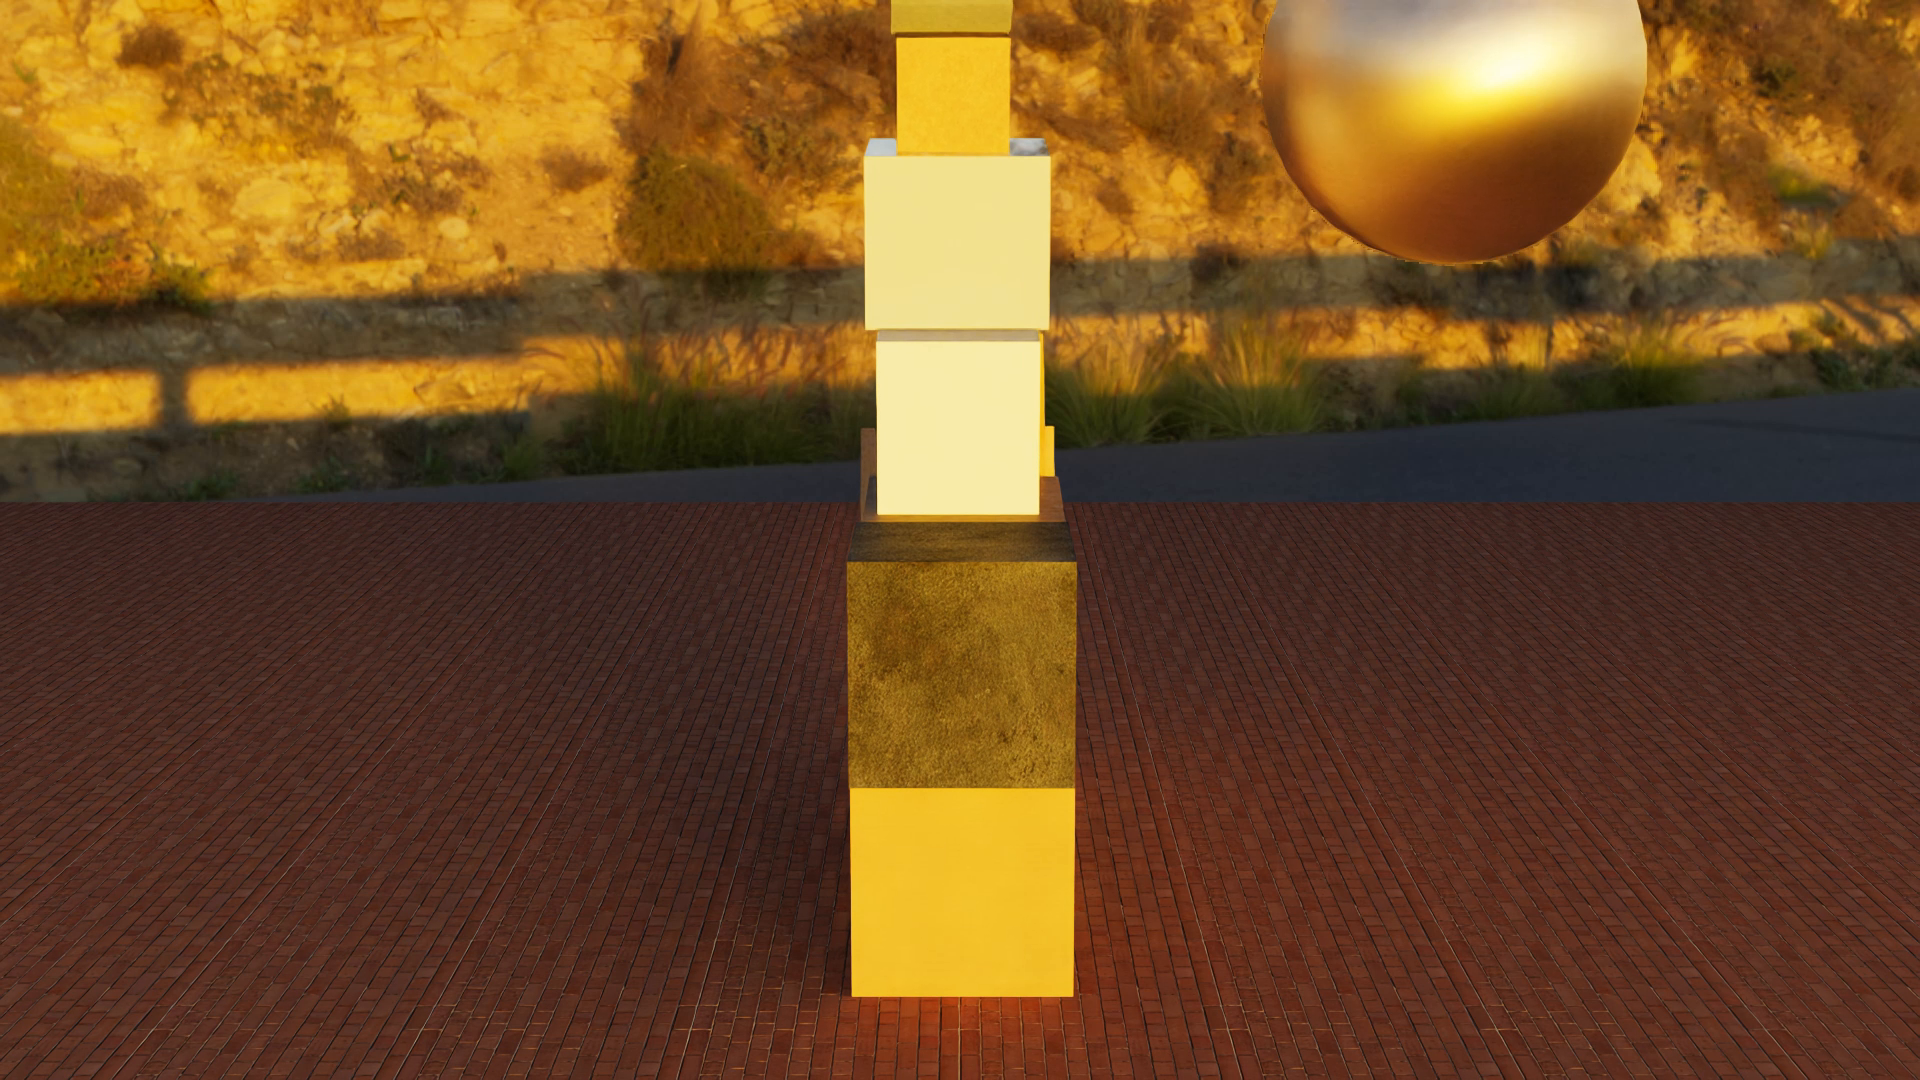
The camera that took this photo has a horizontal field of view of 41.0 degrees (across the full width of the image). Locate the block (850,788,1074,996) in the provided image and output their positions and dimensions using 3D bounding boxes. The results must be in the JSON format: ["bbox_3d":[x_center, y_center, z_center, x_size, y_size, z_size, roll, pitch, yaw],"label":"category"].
[{"bbox_3d":[0.010,1.266,10.206,0.853,0.858,0.803,0,10,0],"label":"block"}]

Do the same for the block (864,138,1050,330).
[{"bbox_3d":[-0.012,-1.299,10.795,0.751,0.704,0.784,0,14,0],"label":"block"}]

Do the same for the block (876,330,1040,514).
[{"bbox_3d":[-0.007,-0.531,10.654,0.655,0.710,0.666,0,15,0],"label":"block"}]

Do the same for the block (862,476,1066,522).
[{"bbox_3d":[0.016,0.252,10.781,0.816,0.871,0.839,0,15,0],"label":"block"}]

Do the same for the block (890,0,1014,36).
[{"bbox_3d":[-0.035,-2.421,10.704,0.504,0.463,0.453,0,-16,-2],"label":"block"}]

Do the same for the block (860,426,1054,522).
[{"bbox_3d":[-0.002,0.047,12.880,0.941,1.016,0.944,0,-12,1],"label":"block"}]

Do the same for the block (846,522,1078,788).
[{"bbox_3d":[0.008,0.430,9.953,0.850,0.869,0.804,0,11,0],"label":"block"}]

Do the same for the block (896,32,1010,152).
[{"bbox_3d":[-0.034,-1.865,10.657,0.460,0.462,0.449,0,14,-2],"label":"block"}]

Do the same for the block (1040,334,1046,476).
[{"bbox_3d":[0.014,-0.484,11.509,0.707,0.675,0.657,0,-19,0],"label":"block"}]

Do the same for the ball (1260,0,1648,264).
[{"bbox_3d":[2.074,-1.968,10.822,1.600,1.600,1.600,0,10,0],"label":"ball"}]
